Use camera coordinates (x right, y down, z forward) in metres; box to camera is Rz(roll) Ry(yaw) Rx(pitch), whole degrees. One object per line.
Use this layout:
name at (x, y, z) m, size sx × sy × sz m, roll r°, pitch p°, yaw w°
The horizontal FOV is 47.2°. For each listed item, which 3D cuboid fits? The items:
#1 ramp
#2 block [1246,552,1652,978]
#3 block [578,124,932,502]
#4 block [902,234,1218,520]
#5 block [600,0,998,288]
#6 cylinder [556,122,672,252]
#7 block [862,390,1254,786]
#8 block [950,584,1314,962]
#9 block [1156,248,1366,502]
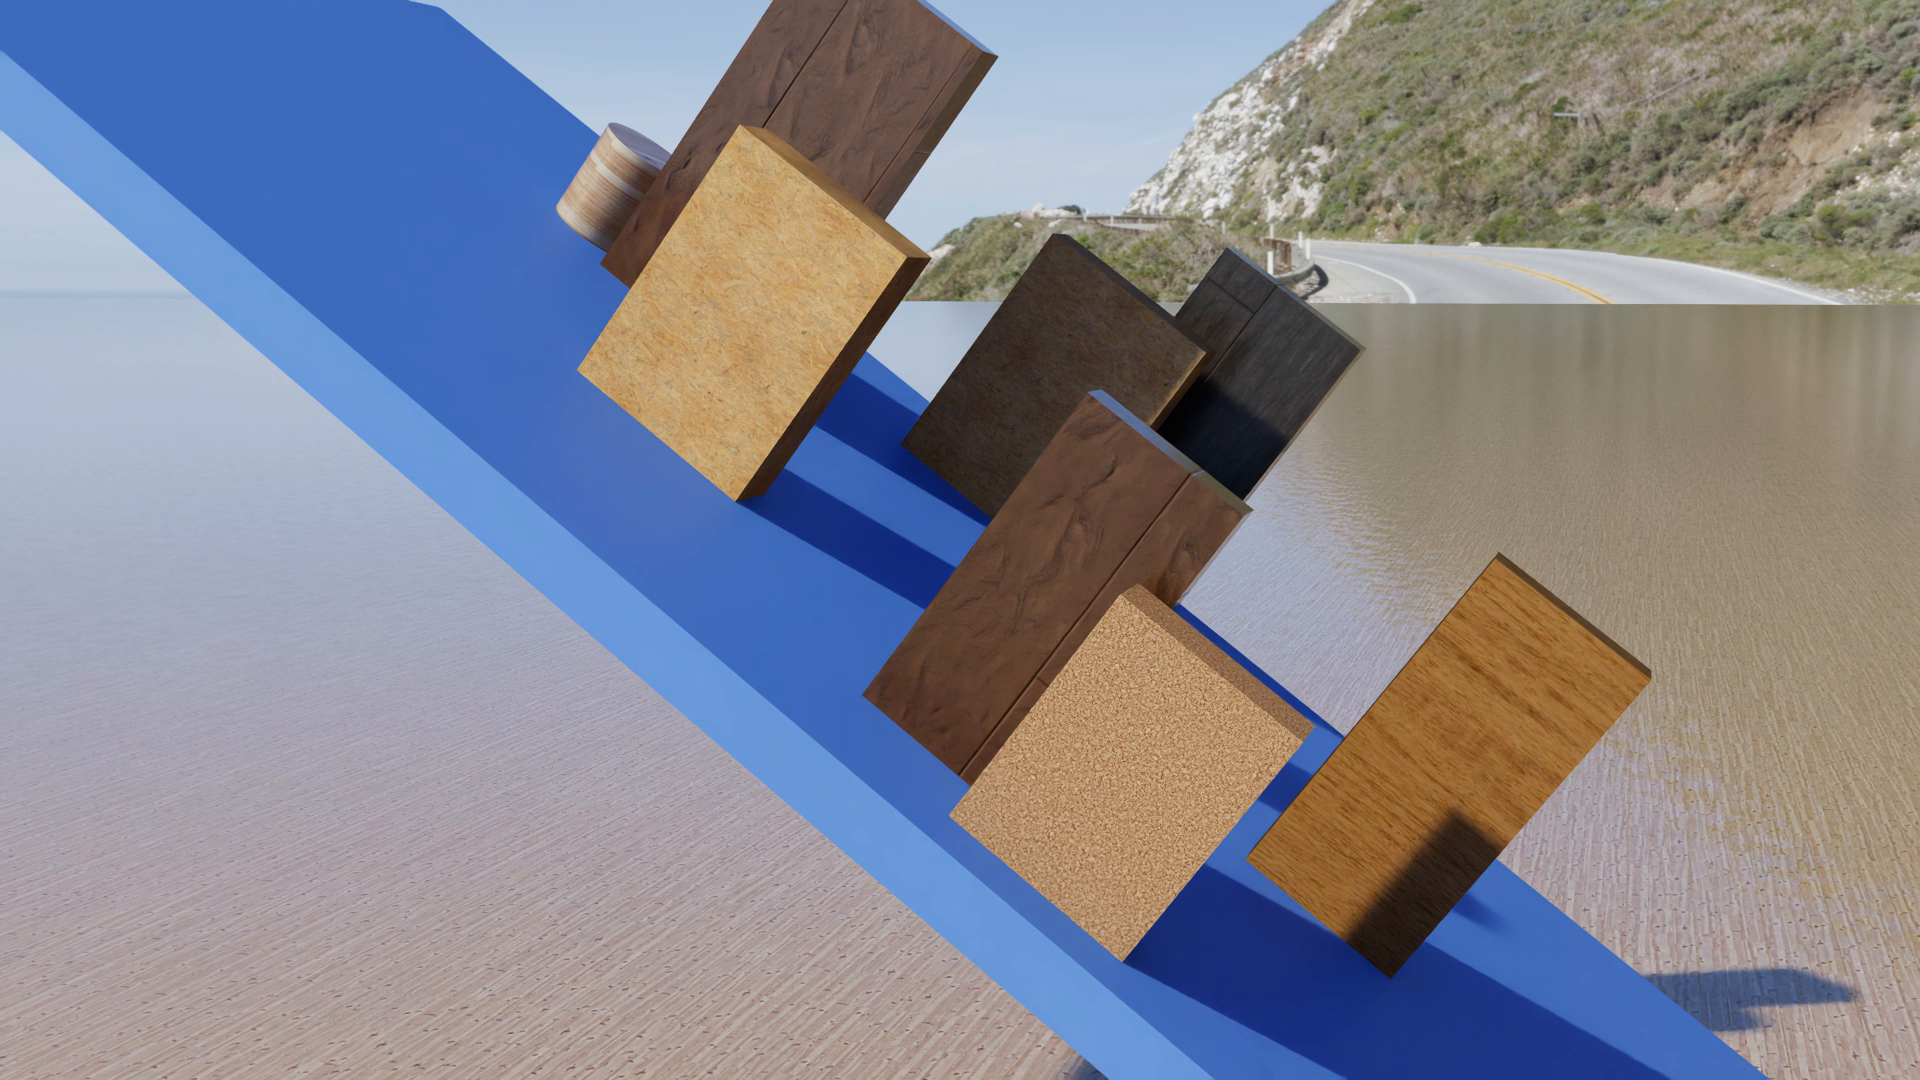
ramp at (-0.052, 0.112, 4.064) m, size 4.000 × 0.100 × 2.000 m, roll 39°, pitch 16°, yaw 9°
block at (0.818, 0.382, 3.712) m, size 0.314 × 0.672 × 0.097 m, roll 39°, pitch 16°, yaw 9°
block at (-0.350, -0.381, 3.716) m, size 0.361 × 0.508 × 0.133 m, roll 39°, pitch 16°, yaw 9°
block at (0.203, -0.295, 4.573) m, size 0.398 × 0.547 × 0.129 m, roll 39°, pitch 16°, yaw 9°
block at (-0.320, -0.733, 4.269) m, size 0.399 × 0.788 × 0.105 m, roll 39°, pitch 16°, yaw 9°
cylinder at (-0.688, -0.712, 4.510) m, size 0.203 × 0.203 × 0.203 m, roll 33°, pitch 16°, yaw -11°
block at (0.140, 0.095, 3.265) m, size 0.287 × 0.579 × 0.087 m, roll 39°, pitch 16°, yaw 9°
block at (0.242, 0.328, 3.122) m, size 0.320 × 0.414 × 0.118 m, roll 39°, pitch 16°, yaw 9°
block at (0.518, -0.244, 4.799) m, size 0.360 × 0.707 × 0.106 m, roll 39°, pitch 16°, yaw 9°
